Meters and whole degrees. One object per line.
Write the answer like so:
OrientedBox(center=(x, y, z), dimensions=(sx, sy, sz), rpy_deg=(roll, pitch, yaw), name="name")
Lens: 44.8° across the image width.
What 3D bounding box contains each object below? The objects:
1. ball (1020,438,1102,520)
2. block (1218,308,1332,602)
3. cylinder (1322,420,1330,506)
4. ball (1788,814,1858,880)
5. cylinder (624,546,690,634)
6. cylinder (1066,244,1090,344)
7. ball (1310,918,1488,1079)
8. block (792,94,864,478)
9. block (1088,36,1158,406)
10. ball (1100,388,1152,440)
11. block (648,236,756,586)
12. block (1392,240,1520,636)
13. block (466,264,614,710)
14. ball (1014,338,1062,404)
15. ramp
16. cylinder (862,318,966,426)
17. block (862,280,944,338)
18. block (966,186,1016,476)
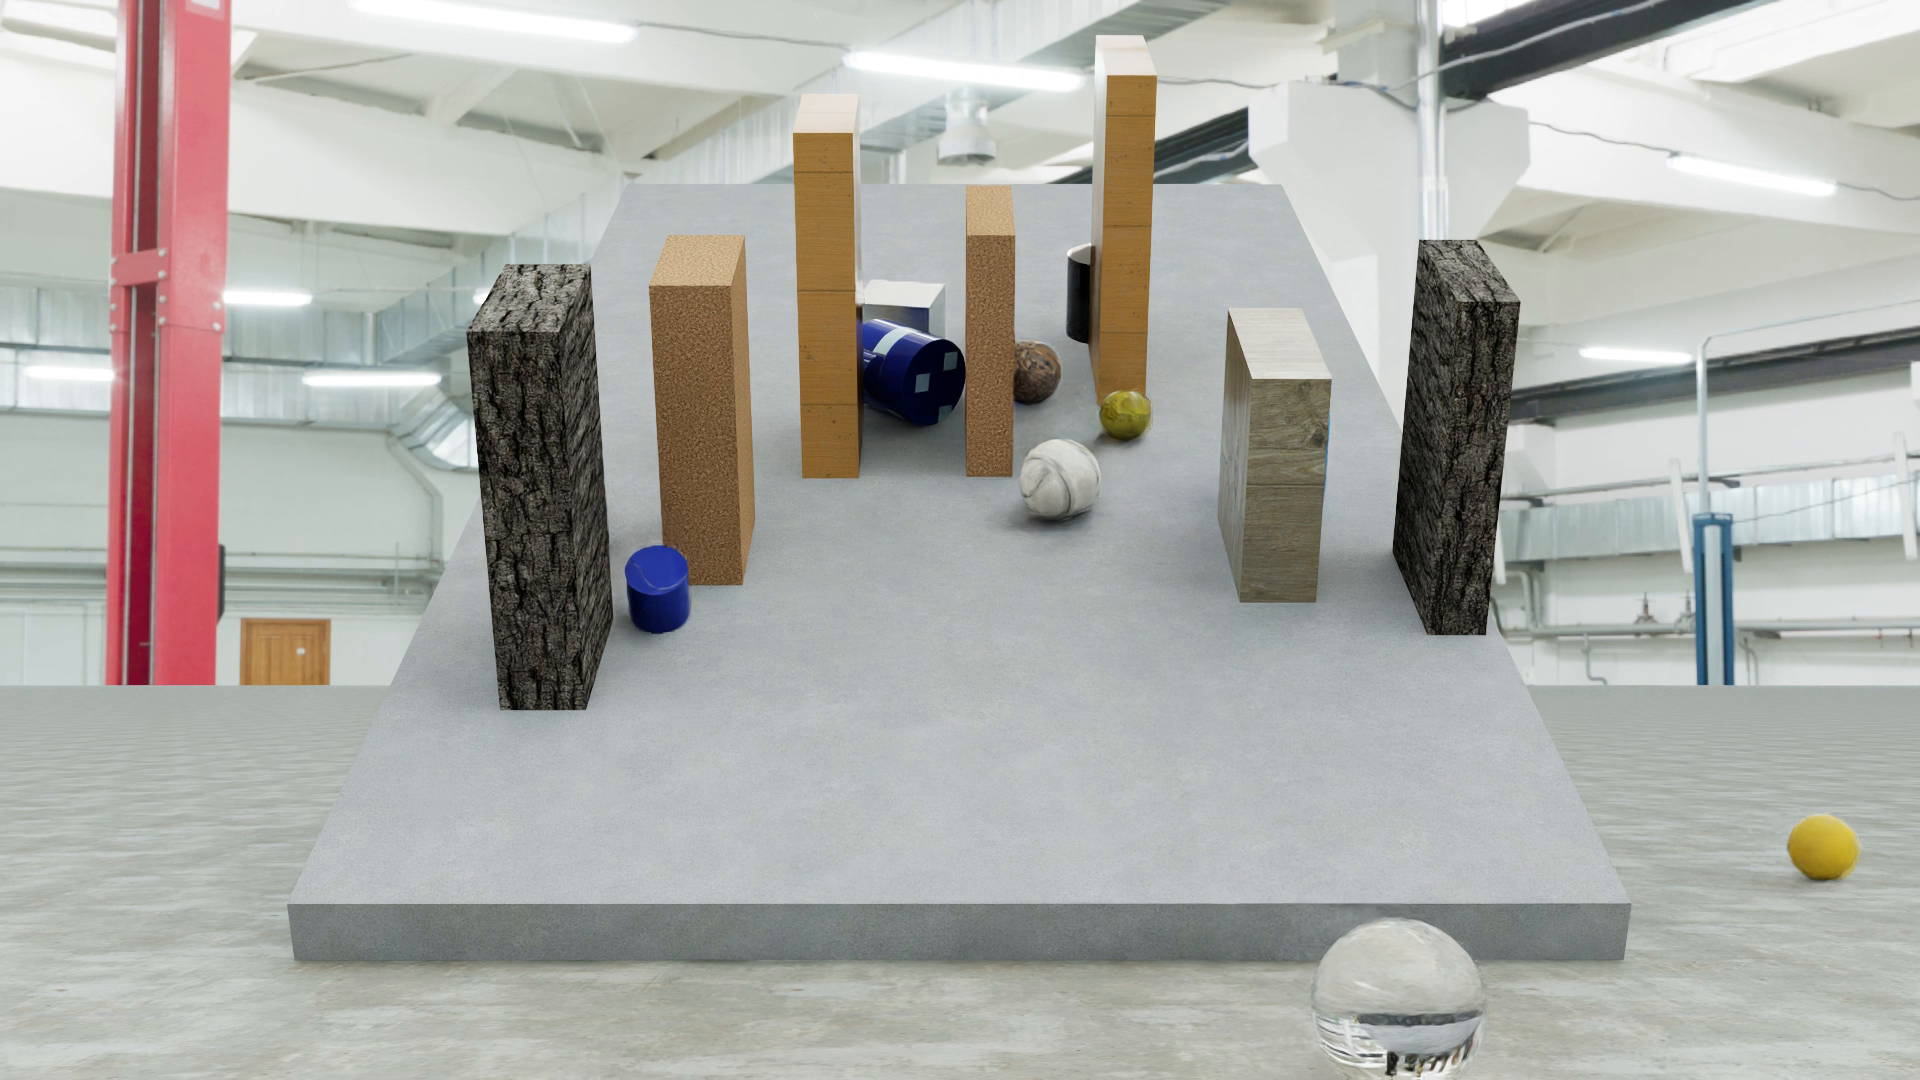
OrientedBox(center=(0.205, -0.123, 4.744), dimensions=(0.167, 0.167, 0.167), rpy_deg=(0, -3, 0), name="ball")
OrientedBox(center=(0.602, -0.170, 4.504), dimensions=(0.145, 0.451, 0.406), rpy_deg=(0, 24, 0), name="block")
OrientedBox(center=(0.664, -0.177, 4.833), dimensions=(0.195, 0.195, 0.195), rpy_deg=(4, -3, 9), name="cylinder")
OrientedBox(center=(1.812, 0.645, 4.886), dimensions=(0.140, 0.140, 0.140), rpy_deg=(0, -3, 0), name="ball")
OrientedBox(center=(-0.555, 0.091, 4.277), dimensions=(0.114, 0.114, 0.114), rpy_deg=(0, -39, -3), name="cylinder")
OrientedBox(center=(0.367, -0.614, 5.801), dimensions=(0.204, 0.204, 0.204), rpy_deg=(0, 24, 0), name="cylinder")
OrientedBox(center=(0.447, 0.476, 2.376), dimensions=(0.178, 0.178, 0.178), rpy_deg=(0, -3, 0), name="ball")
OrientedBox(center=(-0.276, -0.542, 4.967), dimensions=(0.121, 0.749, 0.336), rpy_deg=(0, 24, 0), name="block")
OrientedBox(center=(0.373, -0.745, 5.405), dimensions=(0.109, 0.766, 0.412), rpy_deg=(0, 24, 0), name="block")
OrientedBox(center=(0.367, -0.277, 5.155), dimensions=(0.115, 0.115, 0.115), rpy_deg=(0, -3, 0), name="ball")
OrientedBox(center=(-0.493, -0.253, 4.498), dimensions=(0.149, 0.602, 0.319), rpy_deg=(0, 24, 0), name="block")
OrientedBox(center=(0.914, -0.194, 4.323), dimensions=(0.108, 0.643, 0.372), rpy_deg=(0, 24, 0), name="block")
OrientedBox(center=(-0.719, -0.094, 4.036), dimensions=(0.148, 0.687, 0.361), rpy_deg=(0, 24, 0), name="block")
OrientedBox(center=(0.158, -0.387, 5.356), dimensions=(0.152, 0.152, 0.152), rpy_deg=(0, -3, 0), name="ball")
OrientedBox(center=(-0.008, -0.228, 5.307), dimensions=(2.000, 0.100, 4.000), rpy_deg=(0, 24, 0), name="ramp")
OrientedBox(center=(-0.129, -0.382, 5.281), dimensions=(0.201, 0.201, 0.201), rpy_deg=(22, 12, 40), name="cylinder")
OrientedBox(center=(-0.144, -0.504, 5.579), dimensions=(0.182, 0.182, 0.182), rpy_deg=(5, 24, 10), name="block")
OrientedBox(center=(0.063, -0.456, 5.040), dimensions=(0.099, 0.535, 0.379), rpy_deg=(0, 24, 0), name="block")
